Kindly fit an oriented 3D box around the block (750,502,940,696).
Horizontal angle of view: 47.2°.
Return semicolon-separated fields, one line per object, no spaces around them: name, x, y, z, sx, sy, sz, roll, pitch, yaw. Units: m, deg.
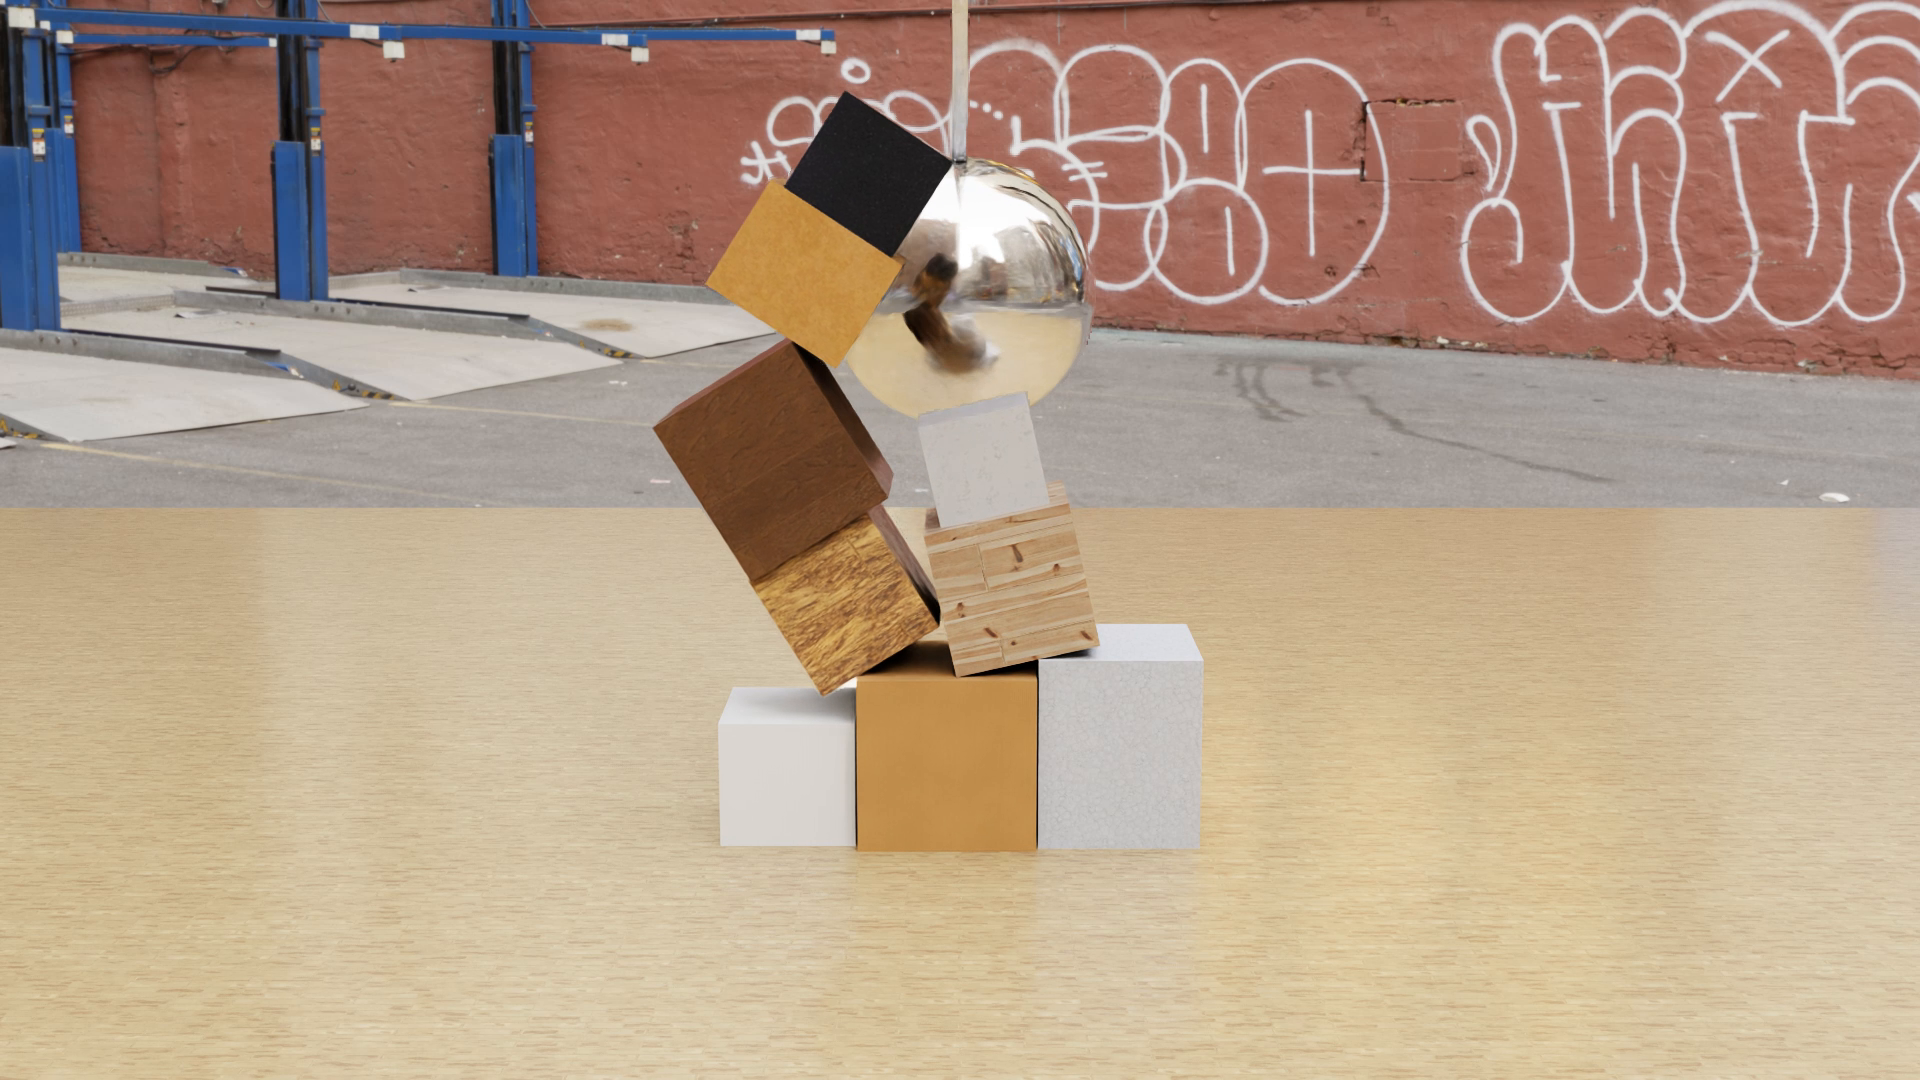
block;-0.572;0.254;11.221;0.682;0.686;0.714;-31;9;5

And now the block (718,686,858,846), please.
block;-0.867;1.163;11.397;0.681;0.635;0.755;0;10;0

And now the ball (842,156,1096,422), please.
ball;0.000;-1.464;13.022;1.600;1.600;1.600;0;10;0

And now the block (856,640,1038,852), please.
block;-0.065;1.048;11.354;0.893;0.877;0.890;0;10;0

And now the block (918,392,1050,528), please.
block;0.119;-0.410;11.095;0.553;0.508;0.530;-13;10;2

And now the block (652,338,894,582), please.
block;-0.919;-0.446;11.088;0.794;0.892;0.817;-31;9;5

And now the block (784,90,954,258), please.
block;-0.435;-1.808;10.863;0.619;0.546;0.635;33;9;-5

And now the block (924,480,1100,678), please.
block;0.259;0.181;11.220;0.731;0.732;0.791;-13;10;2

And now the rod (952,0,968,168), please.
rod;0.000;-4.393;11.295;0.080;5.200;0.080;0;31;0

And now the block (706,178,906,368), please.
block;-0.751;-1.335;10.927;0.753;0.597;0.639;33;9;-5

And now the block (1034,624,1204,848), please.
block;0.797;0.998;11.368;0.813;0.969;0.841;0;10;0
